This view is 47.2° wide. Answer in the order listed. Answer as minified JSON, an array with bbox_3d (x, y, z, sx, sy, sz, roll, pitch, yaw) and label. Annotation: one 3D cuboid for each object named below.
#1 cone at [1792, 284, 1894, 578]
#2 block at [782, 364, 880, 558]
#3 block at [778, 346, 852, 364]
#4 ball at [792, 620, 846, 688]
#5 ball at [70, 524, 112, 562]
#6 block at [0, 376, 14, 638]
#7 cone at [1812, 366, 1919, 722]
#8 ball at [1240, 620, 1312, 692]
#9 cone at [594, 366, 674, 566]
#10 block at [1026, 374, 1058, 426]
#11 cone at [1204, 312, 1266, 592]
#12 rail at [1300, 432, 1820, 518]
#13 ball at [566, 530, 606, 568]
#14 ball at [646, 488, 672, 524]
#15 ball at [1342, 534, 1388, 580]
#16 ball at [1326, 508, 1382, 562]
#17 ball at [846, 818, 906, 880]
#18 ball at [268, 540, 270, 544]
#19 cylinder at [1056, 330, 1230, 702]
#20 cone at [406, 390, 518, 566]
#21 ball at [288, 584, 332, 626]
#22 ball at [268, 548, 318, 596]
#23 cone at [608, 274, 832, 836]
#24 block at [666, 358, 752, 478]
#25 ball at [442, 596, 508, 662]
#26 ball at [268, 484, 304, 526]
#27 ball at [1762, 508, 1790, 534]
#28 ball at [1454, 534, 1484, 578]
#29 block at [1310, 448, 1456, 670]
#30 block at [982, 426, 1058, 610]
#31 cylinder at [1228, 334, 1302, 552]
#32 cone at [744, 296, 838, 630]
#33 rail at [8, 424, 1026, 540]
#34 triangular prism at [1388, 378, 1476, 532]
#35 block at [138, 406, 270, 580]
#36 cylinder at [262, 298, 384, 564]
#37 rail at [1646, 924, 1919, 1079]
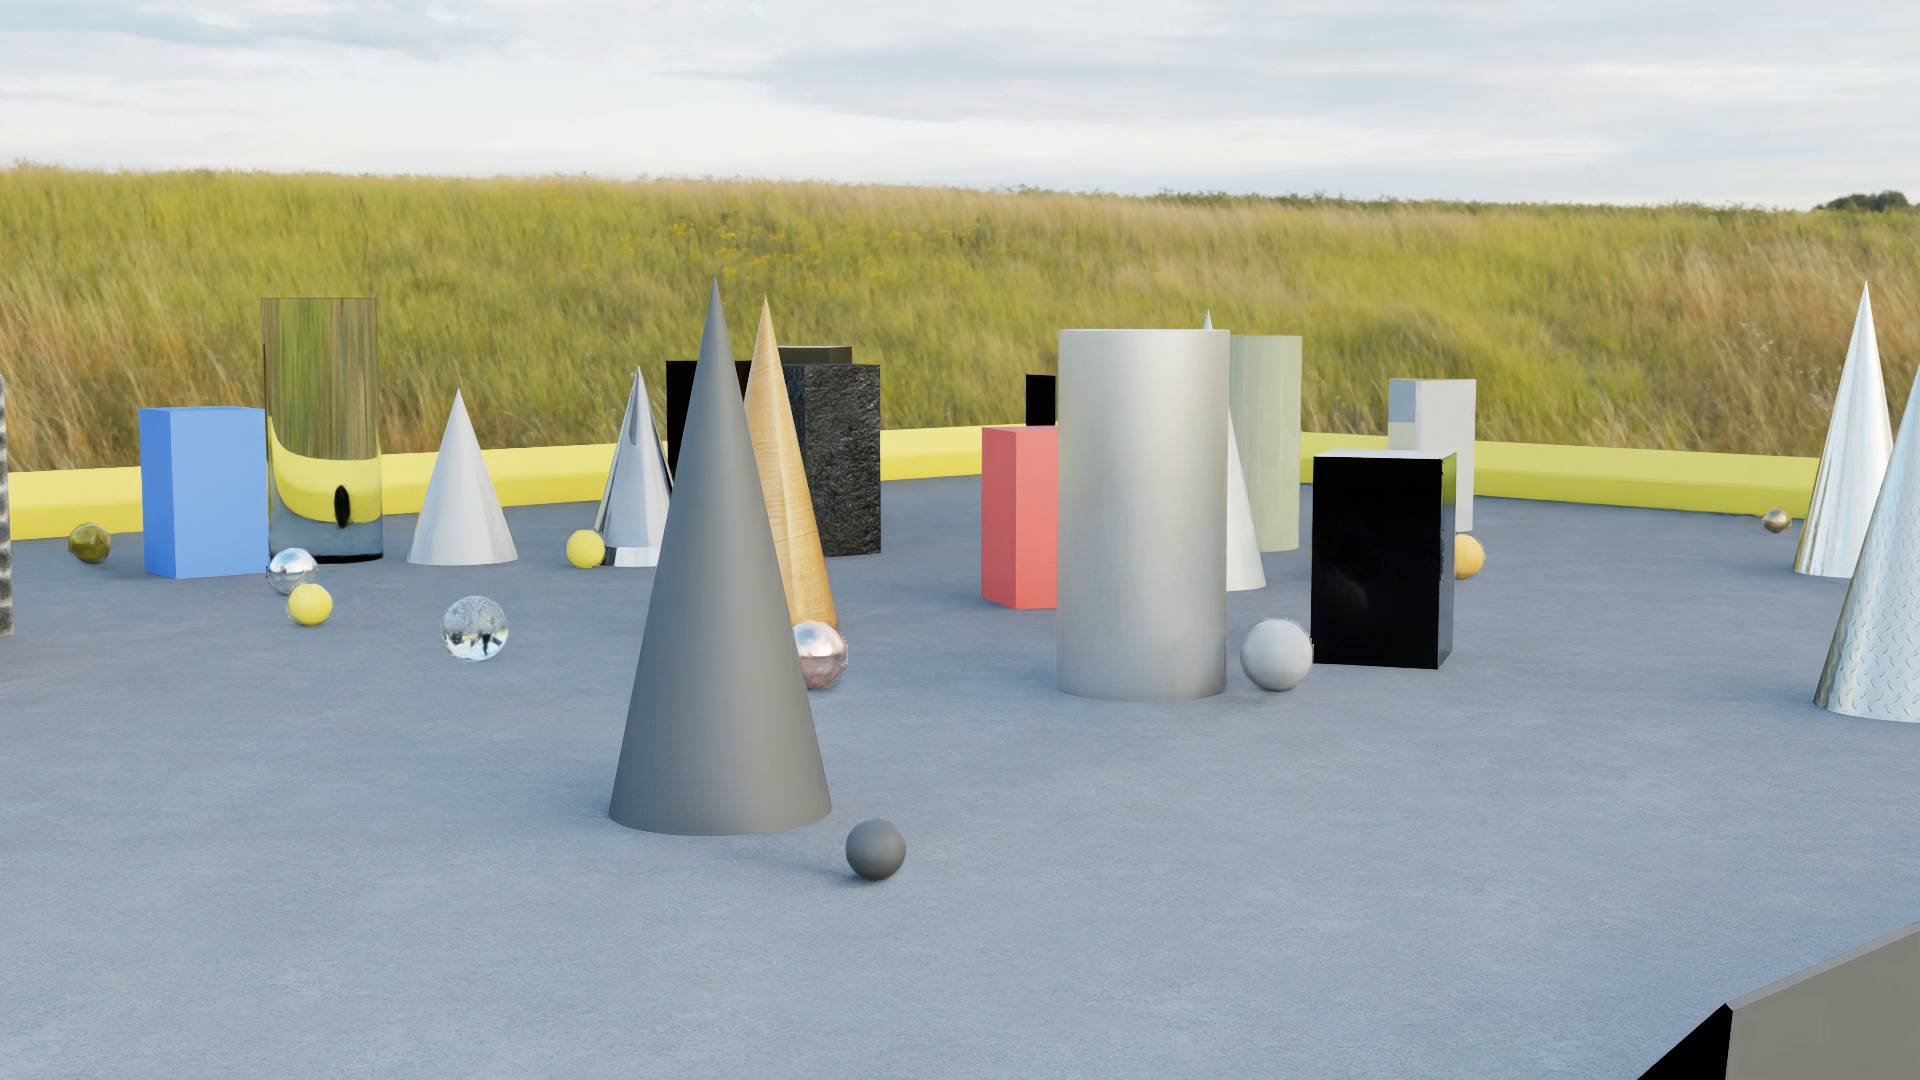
[{"bbox_3d":[1.532,-0.193,3.742,0.199,0.496,0.199,0,6,0],"label":"cone"},{"bbox_3d":[-0.256,-0.150,4.055,0.159,0.346,0.159,-4,7,-34],"label":"block"},{"bbox_3d":[-0.328,-0.225,4.664,0.159,0.369,0.159,2,6,14],"label":"block"},{"bbox_3d":[-0.174,0.136,2.600,0.080,0.080,0.080,0,6,0],"label":"ball"},{"bbox_3d":[-1.542,0.006,3.901,0.068,0.068,0.068,0,6,0],"label":"ball"},{"bbox_3d":[-1.407,-0.042,2.971,0.159,0.357,0.159,2,6,20],"label":"block"},{"bbox_3d":[1.069,-0.011,2.460,0.199,0.400,0.199,0,6,0],"label":"cone"},{"bbox_3d":[0.372,0.135,2.583,0.084,0.084,0.084,0,6,0],"label":"ball"},{"bbox_3d":[-0.571,-0.138,3.923,0.199,0.351,0.199,0,6,0],"label":"cone"},{"bbox_3d":[0.244,-0.179,4.482,0.159,0.316,0.159,-4,7,-31],"label":"block"},{"bbox_3d":[0.401,-0.152,3.580,0.199,0.449,0.199,0,6,0],"label":"cone"},{"bbox_3d":[1.664,-0.125,4.859,0.045,0.129,3.913,-5,8,-42],"label":"rail"},{"bbox_3d":[-0.651,0.015,3.823,0.067,0.067,0.067,0,6,0],"label":"ball"},{"bbox_3d":[-0.624,-0.073,4.629,0.074,0.074,0.074,0,6,0],"label":"ball"},{"bbox_3d":[0.673,0.028,3.659,0.075,0.075,0.075,0,6,0],"label":"ball"},{"bbox_3d":[0.693,-0.006,3.870,0.100,0.100,0.100,0,6,0],"label":"ball"},{"bbox_3d":[-0.066,0.243,1.727,0.048,0.048,0.048,0,6,0],"label":"ball"},{"bbox_3d":[-1.253,0.012,3.897,0.058,0.058,0.058,0,6,0],"label":"ball"},{"bbox_3d":[0.214,-0.035,2.588,0.199,0.422,0.199,0,6,0],"label":"cylinder"},{"bbox_3d":[-0.897,-0.119,3.947,0.199,0.308,0.199,0,6,0],"label":"cone"},{"bbox_3d":[-0.922,0.091,3.121,0.060,0.060,0.060,0,6,0],"label":"ball"},{"bbox_3d":[-1.046,0.050,3.451,0.074,0.074,0.074,0,6,0],"label":"ball"},{"bbox_3d":[-0.214,0.004,1.945,0.199,0.477,0.199,0,6,0],"label":"cone"},{"bbox_3d":[-0.492,-0.191,4.457,0.159,0.346,0.159,1,6,10],"label":"block"},{"bbox_3d":[-0.617,0.113,2.799,0.084,0.084,0.084,0,6,0],"label":"ball"},{"bbox_3d":[-1.411,-0.074,4.569,0.088,0.088,0.088,0,6,0],"label":"ball"},{"bbox_3d":[1.638,-0.038,4.412,0.051,0.051,0.051,0,6,0],"label":"ball"},{"bbox_3d":[0.837,0.027,3.673,0.074,0.074,0.074,0,6,0],"label":"ball"},{"bbox_3d":[0.545,0.020,2.826,0.159,0.263,0.159,2,6,19],"label":"block"},{"bbox_3d":[0.134,-0.038,3.378,0.159,0.265,0.159,-2,6,-18],"label":"block"},{"bbox_3d":[0.543,-0.186,4.154,0.199,0.398,0.199,0,6,0],"label":"cylinder"},{"bbox_3d":[-0.271,-0.110,3.089,0.199,0.468,0.199,0,6,0],"label":"cone"},{"bbox_3d":[-1.311,-0.113,4.745,4.575,0.129,0.045,-5,8,-42],"label":"rail"},{"bbox_3d":[0.929,-0.173,4.472,0.172,0.307,0.149,-5,7,-37],"label":"triangular prism"},{"bbox_3d":[-1.292,-0.085,3.758,0.159,0.279,0.159,-5,8,-38],"label":"block"},{"bbox_3d":[-1.144,-0.199,3.950,0.199,0.467,0.199,0,6,0],"label":"cylinder"},{"bbox_3d":[1.311,0.181,1.919,4.575,0.129,0.045,-5,8,-42],"label":"rail"}]
